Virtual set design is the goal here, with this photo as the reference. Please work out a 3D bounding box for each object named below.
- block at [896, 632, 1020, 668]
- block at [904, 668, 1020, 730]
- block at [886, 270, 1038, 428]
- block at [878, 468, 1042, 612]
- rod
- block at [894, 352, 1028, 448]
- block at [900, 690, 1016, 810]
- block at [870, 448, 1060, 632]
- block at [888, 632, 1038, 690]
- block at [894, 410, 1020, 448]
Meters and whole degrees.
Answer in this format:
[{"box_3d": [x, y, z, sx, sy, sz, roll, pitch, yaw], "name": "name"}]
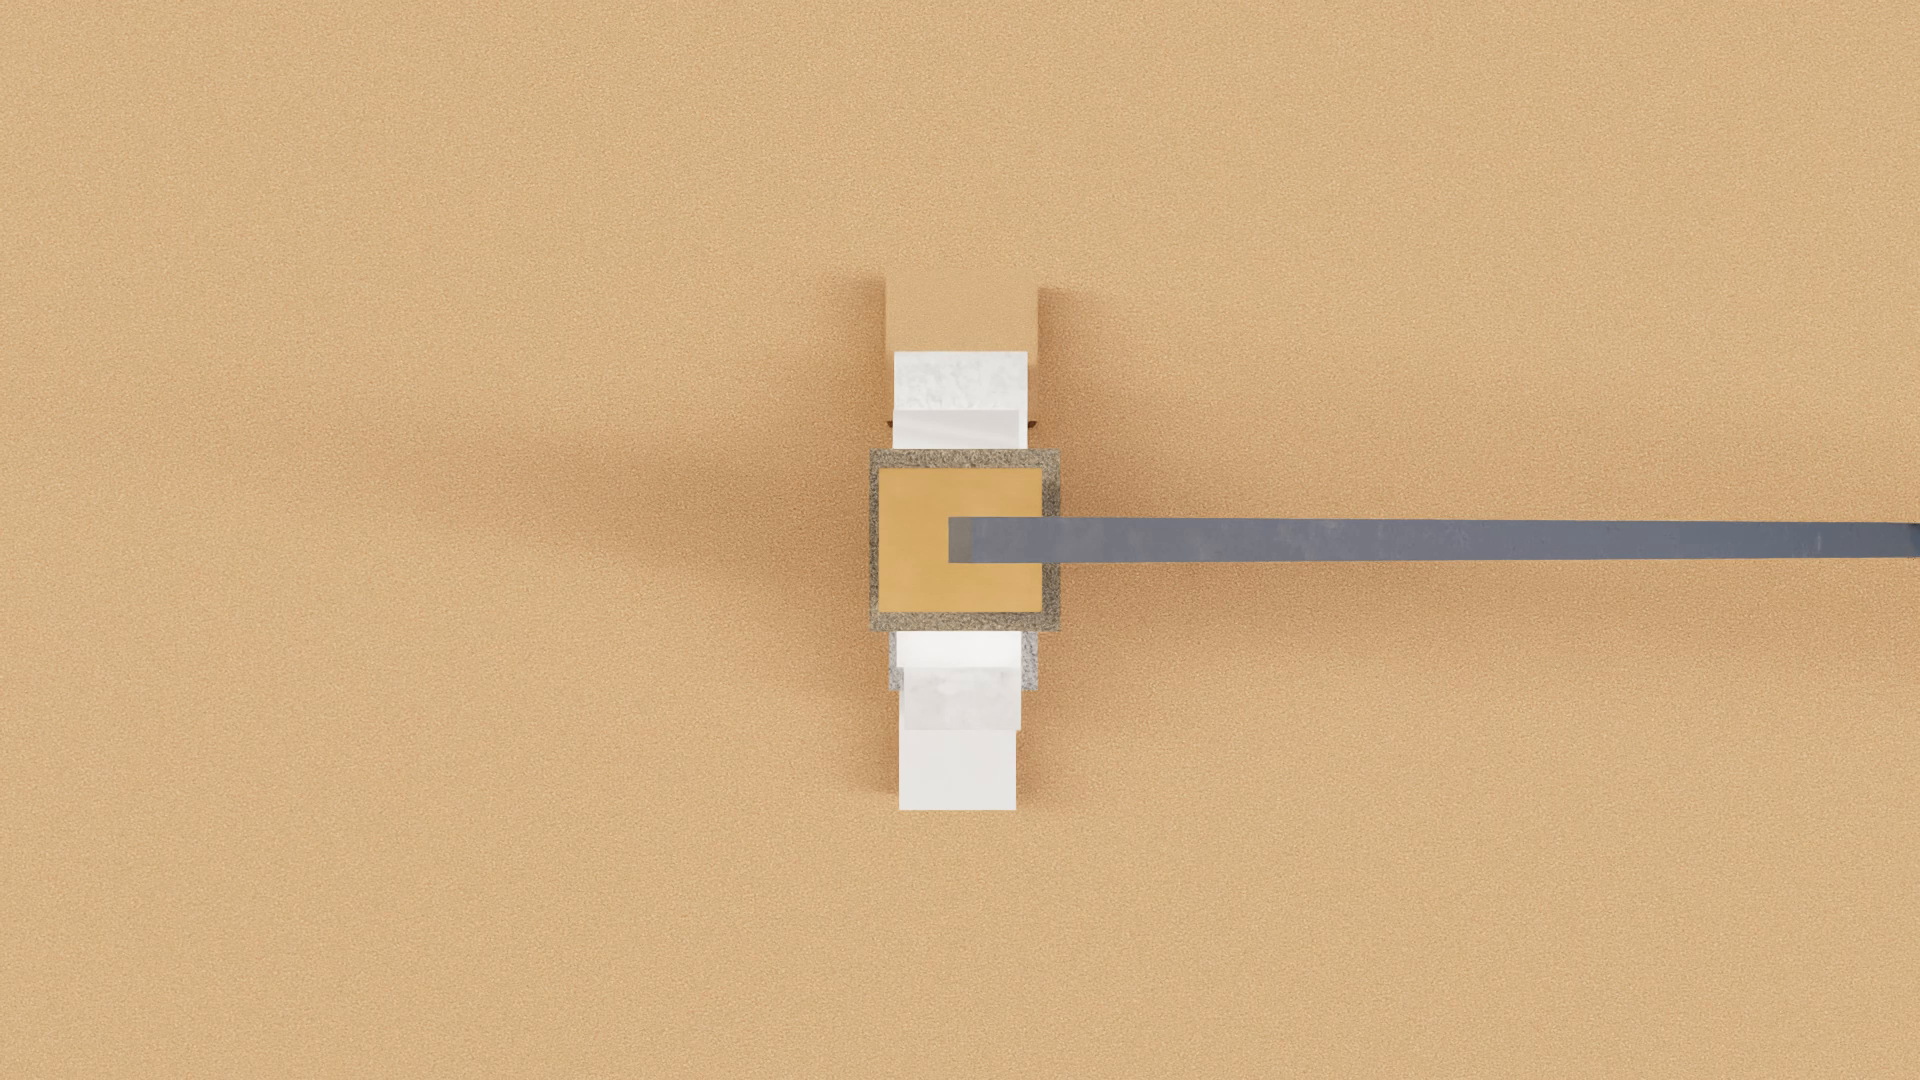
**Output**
[{"box_3d": [-0.006, 0.322, 11.172, 0.613, 0.568, 0.624, 0, 89, 0], "name": "block"}, {"box_3d": [0.013, 0.690, 11.807, 0.608, 0.703, 0.599, 0, 90, 0], "name": "block"}, {"box_3d": [0.010, -1.087, 12.630, 0.847, 0.740, 0.847, 0, 90, 0], "name": "block"}, {"box_3d": [0.001, 0.001, 7.910, 0.567, 0.543, 0.498, 0, 90, 0], "name": "block"}, {"box_3d": [2.234, 0.000, 5.113, 5.200, 0.080, 0.080, 0, 90, -31], "name": "rod"}, {"box_3d": [0.005, -0.644, 11.879, 0.695, 0.762, 0.687, 0, 90, 0], "name": "block"}, {"box_3d": [-0.013, 1.176, 12.653, 0.653, 0.695, 0.668, 0, 90, 0], "name": "block"}, {"box_3d": [0.019, 0.000, 9.113, 0.759, 0.811, 0.724, 0, 90, 0], "name": "block"}, {"box_3d": [0.019, 0.397, 12.579, 0.823, 0.841, 0.871, 0, 90, 0], "name": "block"}, {"box_3d": [-0.019, -0.318, 11.171, 0.622, 0.632, 0.646, 0, 90, 0], "name": "block"}]
